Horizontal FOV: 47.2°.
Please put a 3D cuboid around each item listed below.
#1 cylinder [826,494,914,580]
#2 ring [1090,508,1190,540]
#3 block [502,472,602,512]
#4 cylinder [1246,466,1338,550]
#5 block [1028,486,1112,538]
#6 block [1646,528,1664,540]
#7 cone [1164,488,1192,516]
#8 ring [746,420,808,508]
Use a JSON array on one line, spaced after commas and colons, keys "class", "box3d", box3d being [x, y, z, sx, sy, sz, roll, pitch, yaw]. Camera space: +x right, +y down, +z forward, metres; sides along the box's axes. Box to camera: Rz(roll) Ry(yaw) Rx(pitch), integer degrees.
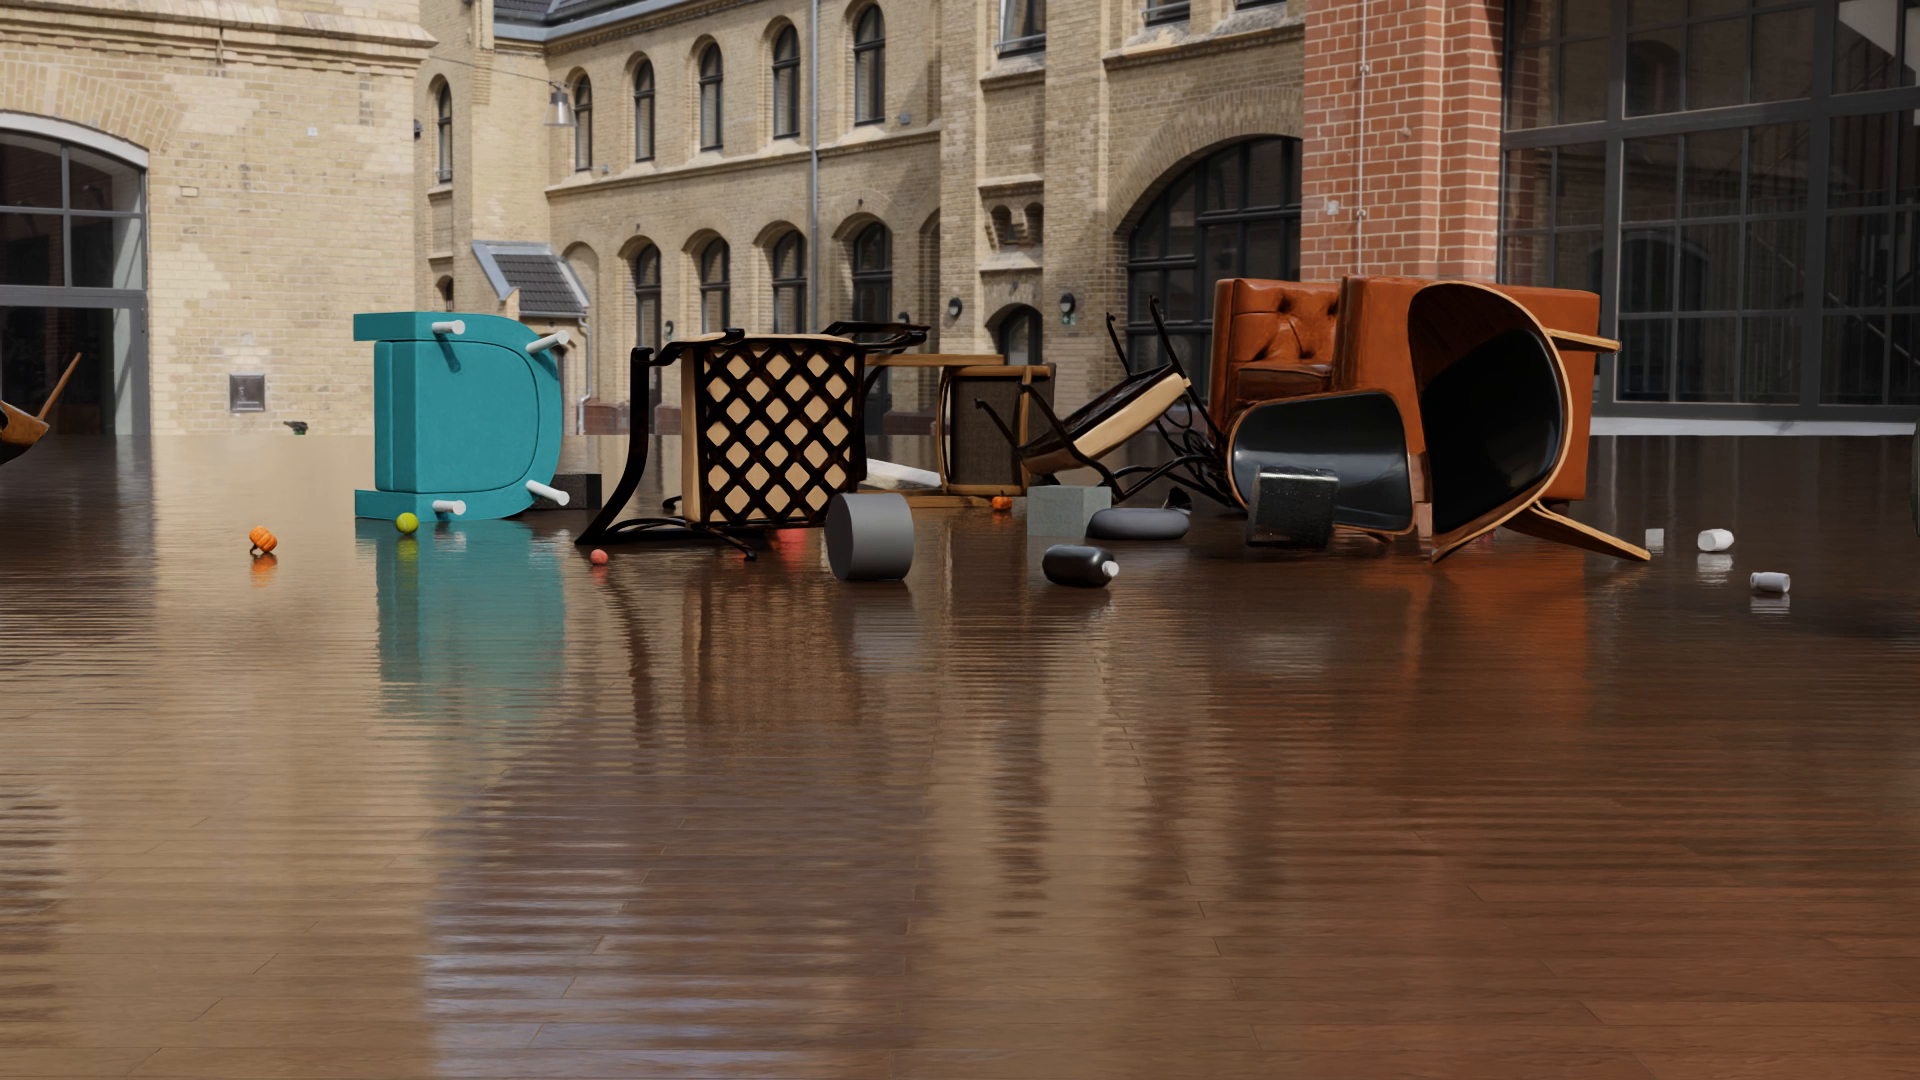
[{"class": "cylinder", "box3d": [-0.213, -0.007, 5.177, 0.149, 0.205, 0.197, -2, -32, -21]}, {"class": "ring", "box3d": [0.542, -0.048, 6.630, 0.301, 0.087, 0.283, 0, 5, -9]}, {"class": "block", "box3d": [-1.534, -0.184, 8.255, 0.302, 0.133, 0.264, -2, 4, -29]}, {"class": "cylinder", "box3d": [0.852, -0.082, 5.656, 0.197, 0.228, 0.110, 3, 28, -4]}, {"class": "block", "box3d": [0.336, -0.089, 6.762, 0.213, 0.149, 0.146, 3, 5, 39]}, {"class": "block", "box3d": [2.087, -0.018, 6.608, 0.033, 0.028, 0.078, 2, 5, 32]}, {"class": "cone", "box3d": [0.755, -0.117, 7.887, 0.115, 0.113, 0.101, -33, 20, 47]}, {"class": "ring", "box3d": [-0.683, -0.279, 8.195, 0.123, 0.400, 0.211, 9, 45, 36]}]
